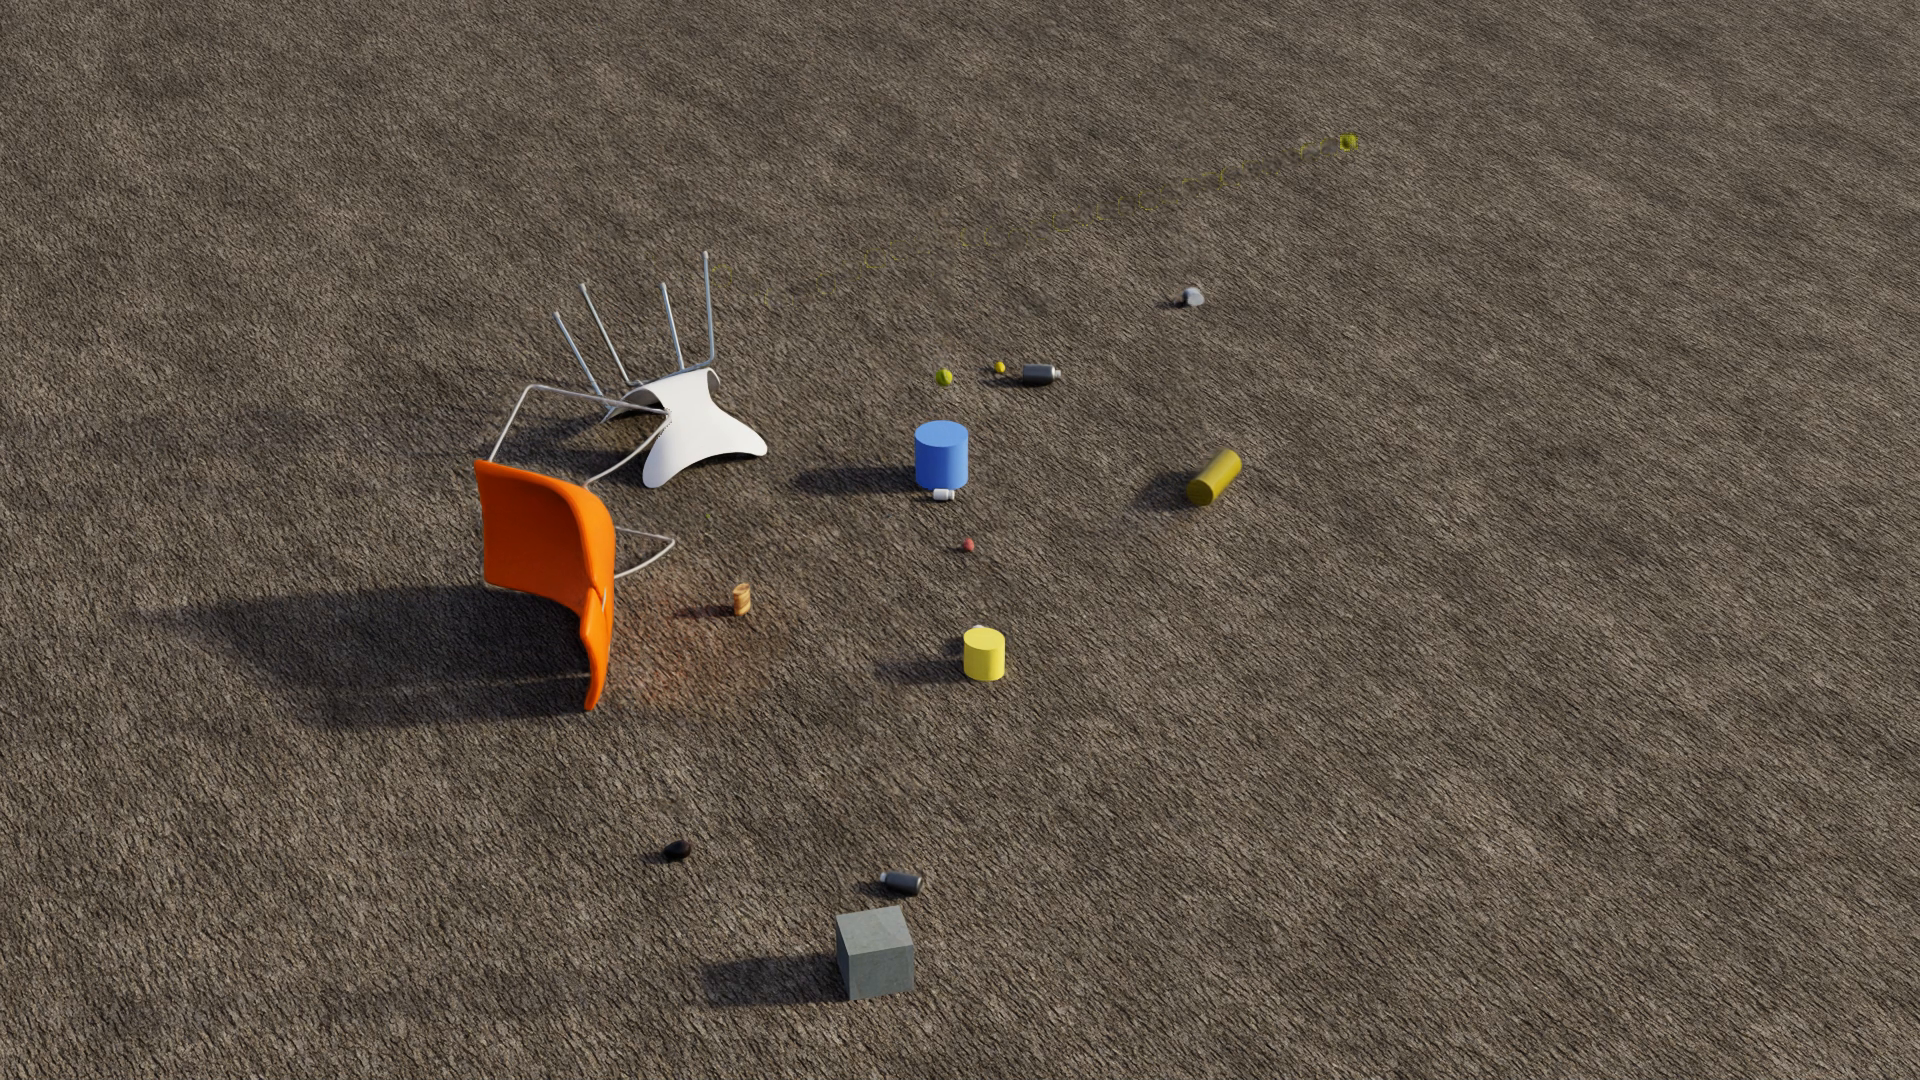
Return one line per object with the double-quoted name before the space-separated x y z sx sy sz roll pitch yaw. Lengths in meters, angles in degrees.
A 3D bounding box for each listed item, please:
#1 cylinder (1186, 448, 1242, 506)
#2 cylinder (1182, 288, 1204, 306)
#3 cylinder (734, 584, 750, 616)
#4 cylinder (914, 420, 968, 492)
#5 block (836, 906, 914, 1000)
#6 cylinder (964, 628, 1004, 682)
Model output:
"cylinder" 0.970 -0.240 11.204 0.113 0.116 0.256 39 43 6
"cylinder" 0.989 -1.032 12.451 0.080 0.061 0.051 18 20 -23
"cylinder" -0.783 0.214 10.533 0.044 0.095 0.081 17 37 24
"cylinder" -0.070 -0.323 11.252 0.204 0.201 0.196 -1 33 -2
"block" -0.258 1.251 8.881 0.199 0.182 0.186 -8 34 -12
"cylinder" 0.084 0.399 10.216 0.147 0.136 0.129 18 37 25
